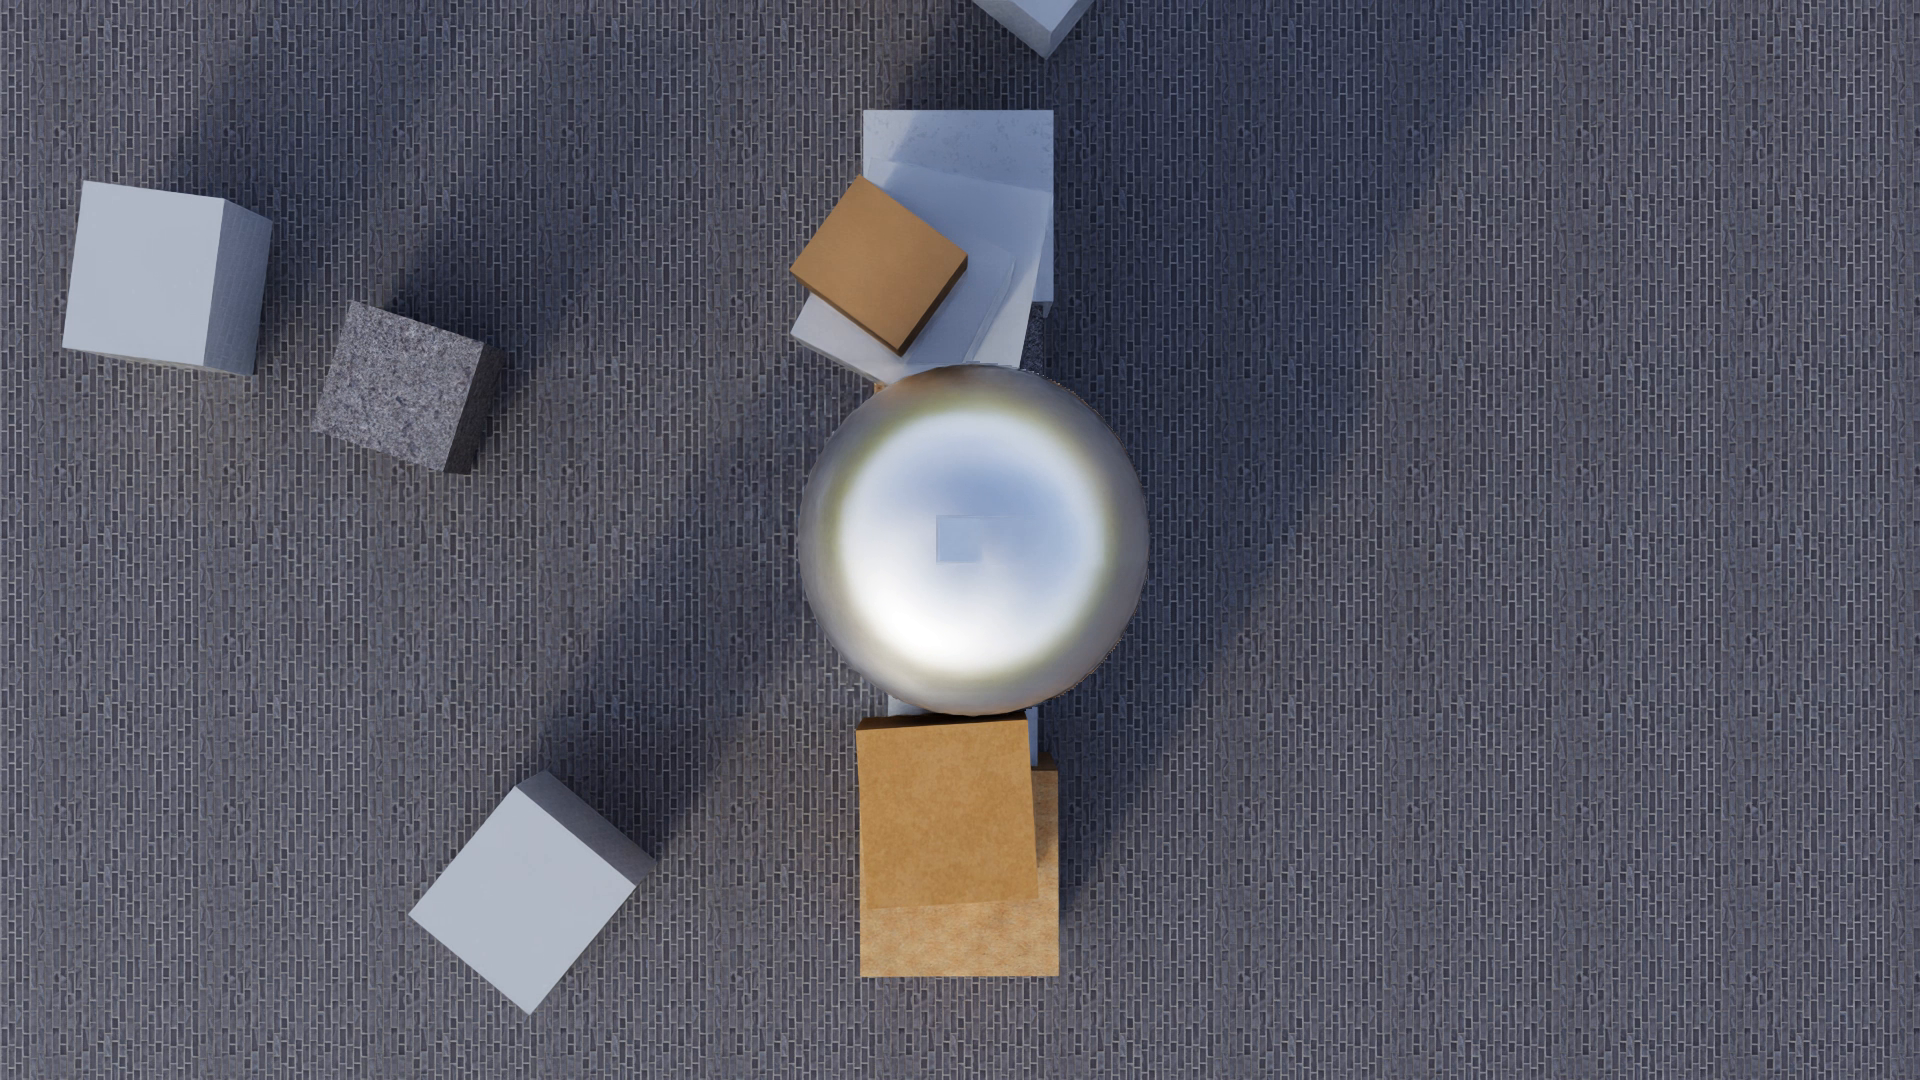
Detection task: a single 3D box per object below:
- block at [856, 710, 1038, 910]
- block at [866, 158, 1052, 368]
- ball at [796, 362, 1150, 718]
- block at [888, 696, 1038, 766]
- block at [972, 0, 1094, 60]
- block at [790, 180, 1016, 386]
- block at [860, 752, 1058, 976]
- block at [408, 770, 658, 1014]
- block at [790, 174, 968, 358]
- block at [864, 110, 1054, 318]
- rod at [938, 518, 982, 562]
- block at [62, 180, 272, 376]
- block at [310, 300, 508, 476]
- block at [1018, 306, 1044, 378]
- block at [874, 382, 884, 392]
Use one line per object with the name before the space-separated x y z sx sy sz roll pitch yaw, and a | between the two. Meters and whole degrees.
block | -0.064 1.389 11.523 0.873 0.797 0.907 -4 90 0
block | -0.083 -1.402 11.689 0.953 0.813 0.971 11 91 0
ball | 0.060 0.000 9.970 1.600 1.600 1.600 0 90 0
block | 0.015 0.855 12.549 0.822 0.902 0.780 0 90 0
block | 0.492 -3.320 12.642 0.636 0.716 0.733 39 90 0
block | -0.272 -1.180 10.902 0.795 0.768 0.822 27 91 0
block | -0.005 1.810 12.461 1.076 1.078 1.113 0 90 0
block | -2.411 1.986 12.555 0.869 0.890 0.921 40 90 0
block | -0.368 -1.262 10.225 0.610 0.582 0.536 36 91 -1
block | -0.009 -1.839 12.549 1.046 0.903 1.051 0 90 0
rod | 0.026 0.000 6.571 0.080 5.200 0.080 0 90 1
block | -4.511 -1.475 12.573 0.785 0.854 0.930 7 90 0
block | -3.165 -0.866 12.685 0.783 0.630 0.764 18 90 0
block | -0.003 -0.832 12.610 0.930 0.779 0.941 0 90 0
block | -0.029 -0.403 11.841 0.869 0.743 0.867 3 89 0
